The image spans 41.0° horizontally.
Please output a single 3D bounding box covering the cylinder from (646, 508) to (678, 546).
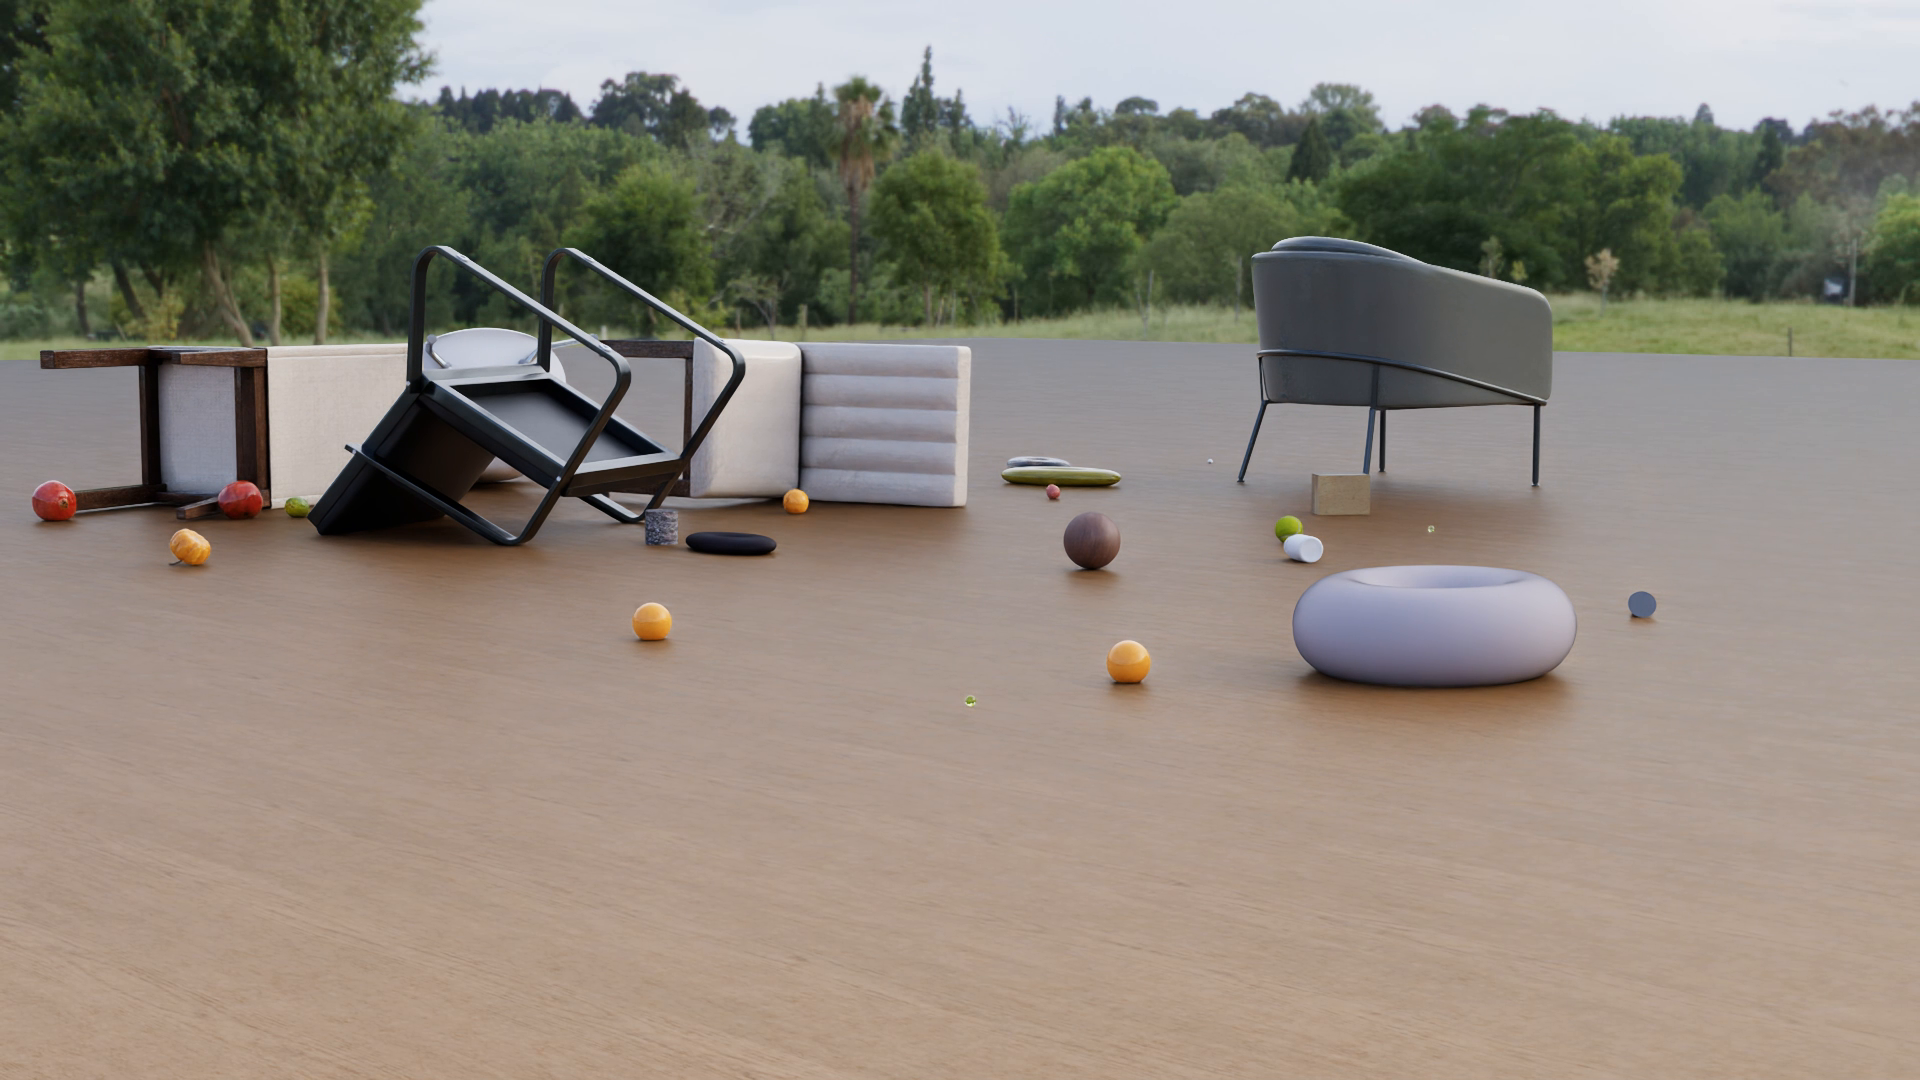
[{"bbox_3d":[-0.736,-0.032,6.327,0.080,0.082,0.090,0,6,-5],"label":"cylinder"}]

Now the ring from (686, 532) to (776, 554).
[{"bbox_3d":[-0.550,0.007,6.156,0.285,0.040,0.152,5,7,44],"label":"ring"}]

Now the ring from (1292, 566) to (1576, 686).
[{"bbox_3d":[0.789,0.141,4.269,0.478,0.163,0.404,-2,7,-13],"label":"ring"}]

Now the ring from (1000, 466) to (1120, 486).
[{"bbox_3d":[0.318,-0.201,8.109,0.412,0.053,0.193,3,6,27],"label":"ring"}]

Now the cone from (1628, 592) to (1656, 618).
[{"bbox_3d":[1.319,0.134,4.996,0.056,0.053,0.062,-8,-17,-5],"label":"cone"}]

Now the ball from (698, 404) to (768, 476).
[{"bbox_3d":[-0.752,-0.332,8.496,0.235,0.235,0.235,0,6,0],"label":"ball"}]

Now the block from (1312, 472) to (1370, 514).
[{"bbox_3d":[1.057,-0.128,7.125,0.145,0.109,0.076,-1,6,-8],"label":"block"}]

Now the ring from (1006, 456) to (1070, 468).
[{"bbox_3d":[0.262,-0.246,8.554,0.181,0.052,0.276,-3,7,-33],"label":"ring"}]
